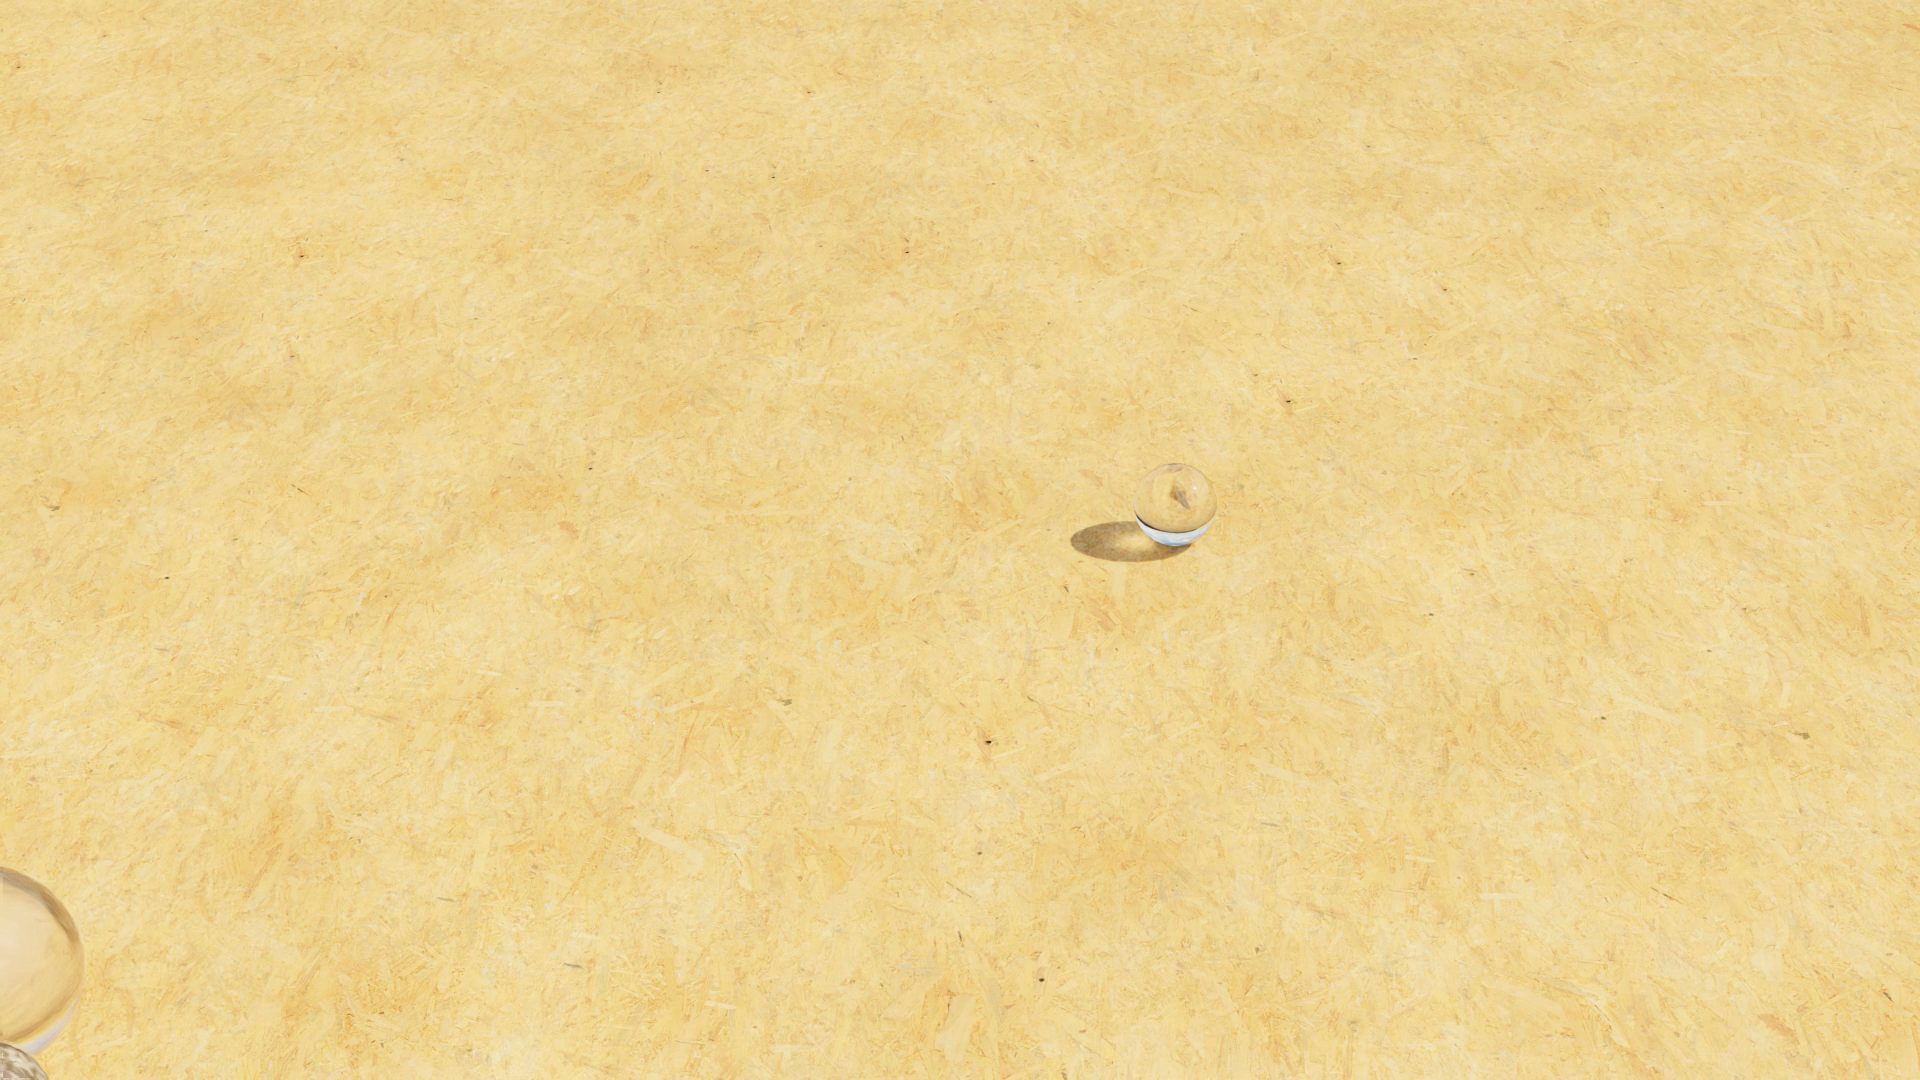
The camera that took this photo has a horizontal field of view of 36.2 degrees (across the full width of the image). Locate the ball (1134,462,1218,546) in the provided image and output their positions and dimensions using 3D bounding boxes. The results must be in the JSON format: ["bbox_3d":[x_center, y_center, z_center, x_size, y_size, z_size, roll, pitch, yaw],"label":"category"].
[{"bbox_3d":[0.127,-0.021,1.736,0.050,0.050,0.050,0,30,0],"label":"ball"}]

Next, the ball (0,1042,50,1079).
[{"bbox_3d":[-0.418,0.246,1.253,0.065,0.065,0.065,0,30,0],"label":"ball"}]

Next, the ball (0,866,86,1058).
[{"bbox_3d":[-0.440,0.193,1.316,0.095,0.095,0.095,0,30,0],"label":"ball"}]
